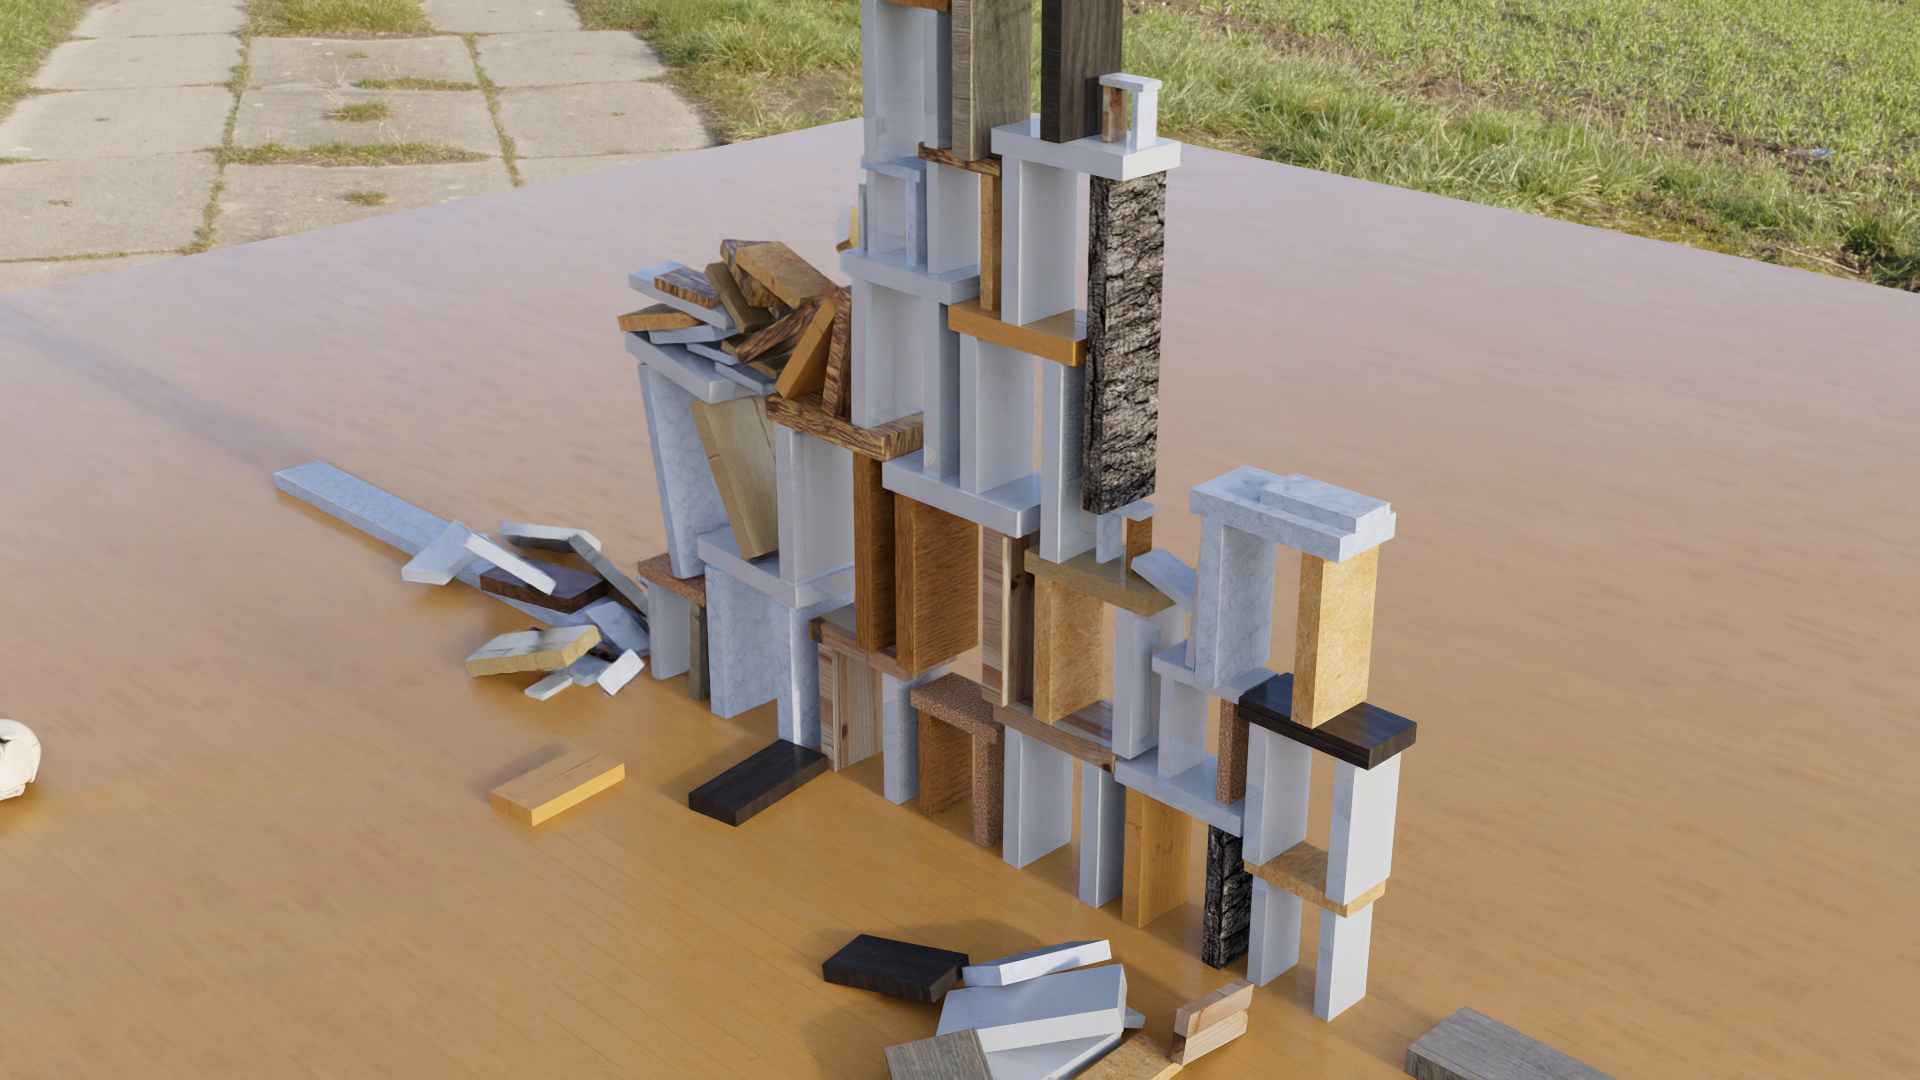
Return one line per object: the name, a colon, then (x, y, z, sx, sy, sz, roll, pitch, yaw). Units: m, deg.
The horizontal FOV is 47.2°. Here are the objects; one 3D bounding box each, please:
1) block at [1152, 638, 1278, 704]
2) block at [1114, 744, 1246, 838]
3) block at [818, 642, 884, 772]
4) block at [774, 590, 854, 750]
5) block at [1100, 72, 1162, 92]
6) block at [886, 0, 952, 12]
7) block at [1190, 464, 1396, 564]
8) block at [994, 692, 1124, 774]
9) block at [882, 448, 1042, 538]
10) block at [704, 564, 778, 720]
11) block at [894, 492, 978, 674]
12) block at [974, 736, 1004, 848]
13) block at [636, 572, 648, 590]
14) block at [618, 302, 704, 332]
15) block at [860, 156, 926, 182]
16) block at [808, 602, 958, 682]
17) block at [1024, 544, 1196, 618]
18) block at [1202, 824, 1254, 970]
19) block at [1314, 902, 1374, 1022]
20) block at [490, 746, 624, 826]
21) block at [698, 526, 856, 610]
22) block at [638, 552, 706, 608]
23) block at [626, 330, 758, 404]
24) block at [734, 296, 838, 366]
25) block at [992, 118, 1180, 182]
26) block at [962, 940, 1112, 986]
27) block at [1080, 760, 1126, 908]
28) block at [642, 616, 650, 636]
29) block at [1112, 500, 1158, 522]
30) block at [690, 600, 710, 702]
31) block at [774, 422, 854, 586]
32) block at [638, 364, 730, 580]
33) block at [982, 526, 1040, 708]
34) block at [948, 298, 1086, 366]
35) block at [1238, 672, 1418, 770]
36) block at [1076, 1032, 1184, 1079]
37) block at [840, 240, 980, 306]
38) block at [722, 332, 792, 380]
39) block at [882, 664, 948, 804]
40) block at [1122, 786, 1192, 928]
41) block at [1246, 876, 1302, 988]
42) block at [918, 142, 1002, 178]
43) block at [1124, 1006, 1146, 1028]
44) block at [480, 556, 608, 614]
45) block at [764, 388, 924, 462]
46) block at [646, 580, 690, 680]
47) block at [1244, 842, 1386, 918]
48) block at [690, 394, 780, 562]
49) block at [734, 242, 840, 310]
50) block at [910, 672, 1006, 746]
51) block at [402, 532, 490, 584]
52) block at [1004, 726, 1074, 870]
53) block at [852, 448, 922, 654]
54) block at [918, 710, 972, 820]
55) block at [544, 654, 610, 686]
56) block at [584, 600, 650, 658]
block: (0.444, 0.230, 3.835, 0.200, 0.028, 0.100, 21, 30, 40)
block: (0.433, 0.438, 3.943, 0.286, 0.041, 0.143, 21, 31, 41)
block: (-0.226, 0.329, 4.616, 0.041, 0.289, 0.144, 21, 31, 41)
block: (-0.306, 0.268, 4.676, 0.177, 0.354, 0.050, -21, 31, -41)
block: (0.280, -0.750, 3.605, 0.095, 0.013, 0.047, 21, 31, 40)
block: (-0.065, -0.972, 3.882, 0.121, 0.034, 0.242, -21, 31, -40)
block: (0.544, -0.046, 3.613, 0.304, 0.043, 0.152, 21, 31, 40)
block: (0.223, 0.343, 4.131, 0.300, 0.042, 0.150, 21, 31, 40)
block: (0.040, -0.100, 4.143, 0.178, 0.050, 0.356, -21, 31, -40)
block: (-0.469, 0.201, 4.835, 0.050, 0.354, 0.177, 22, 31, 40)
block: (-0.044, 0.060, 4.302, 0.050, 0.369, 0.178, 21, 31, 40)
block: (0.083, 0.477, 4.335, 0.034, 0.237, 0.118, 21, 31, 41)
block: (-0.689, 0.145, 5.203, 0.025, 0.175, 0.087, -47, 36, -12)
block: (-0.615, -0.480, 4.696, 0.118, 0.034, 0.237, -24, 18, -38)
block: (-0.100, -0.688, 4.042, 0.079, 0.022, 0.158, -21, 31, -40)
block: (-0.159, 0.204, 4.488, 0.289, 0.041, 0.144, 21, 31, 40)
block: (0.272, 0.056, 3.955, 0.291, 0.041, 0.145, 21, 31, 40)
block: (0.501, 0.615, 3.944, 0.041, 0.286, 0.143, 21, 31, 41)
block: (0.663, 0.713, 3.801, 0.031, 0.219, 0.109, 21, 31, 41)
block: (-0.827, 0.504, 4.527, 0.126, 0.036, 0.252, 17, 28, 35)
block: (-0.385, 0.046, 4.683, 0.177, 0.050, 0.354, -19, 29, -37)
block: (-0.594, 0.082, 4.900, 0.121, 0.034, 0.242, -21, 30, -40)
block: (-0.554, -0.390, 4.716, 0.174, 0.049, 0.347, -16, 33, -34)
block: (-0.323, -0.422, 4.396, 0.131, 0.037, 0.261, -19, -3, -43)
block: (0.210, -0.664, 3.714, 0.295, 0.042, 0.148, 21, 31, 40)
block: (0.135, 0.742, 3.858, 0.237, 0.034, 0.118, -6, -7, -34)
block: (0.293, 0.528, 4.133, 0.042, 0.300, 0.150, 21, 31, 41)
block: (-0.718, 0.224, 5.167, 0.015, 0.052, 0.103, -14, 27, -29)
block: (0.293, -0.060, 3.891, 0.104, 0.015, 0.052, 21, 31, 40)
block: (-0.545, 0.229, 4.908, 0.121, 0.242, 0.034, -21, 35, -40)
block: (-0.292, -0.094, 4.509, 0.172, 0.344, 0.049, -20, 30, -39)
block: (-0.580, -0.165, 4.838, 0.174, 0.475, 0.049, -13, 10, -28)
block: (0.124, 0.120, 4.145, 0.178, 0.356, 0.050, -21, 31, -40)
block: (0.139, -0.380, 3.909, 0.302, 0.043, 0.151, 21, 31, 40)
block: (0.613, 0.301, 3.680, 0.267, 0.038, 0.134, 21, 31, 41)
block: (0.276, 0.887, 3.637, 0.094, 0.027, 0.187, 19, 30, 38)
block: (-0.070, -0.503, 4.093, 0.296, 0.042, 0.148, 22, 31, 40)
block: (-0.408, -0.383, 4.539, 0.159, 0.023, 0.080, 31, 38, 29)
block: (-0.090, 0.382, 4.491, 0.041, 0.289, 0.144, 21, 31, 41)
block: (0.366, 0.563, 4.069, 0.041, 0.286, 0.143, 21, 31, 41)
block: (0.560, 0.672, 3.896, 0.031, 0.219, 0.109, 21, 31, 41)
block: (0.033, -0.683, 3.903, 0.103, 0.029, 0.205, -21, 31, -40)
block: (0.241, 0.801, 3.797, 0.076, 0.021, 0.151, 15, 5, -43)
block: (-1.014, 0.108, 5.354, 0.282, 0.040, 0.141, 13, 26, 28)
block: (-0.209, -0.243, 4.357, 0.172, 0.049, 0.344, -21, 31, -40)
block: (-0.647, 0.190, 5.002, 0.121, 0.242, 0.034, -19, 31, -37)
block: (0.612, 0.578, 3.800, 0.219, 0.031, 0.109, 21, 31, 41)
block: (-0.433, -0.146, 4.653, 0.174, 0.347, 0.049, -20, 1, -39)
block: (-0.345, -0.532, 4.427, 0.109, 0.031, 0.219, -16, 43, -39)
block: (0.028, 0.330, 4.333, 0.237, 0.034, 0.118, 21, 31, 41)
block: (-1.290, 0.042, 5.520, 0.116, 0.033, 0.232, 5, 27, 17)
block: (0.153, 0.473, 4.262, 0.042, 0.300, 0.150, 22, 31, 40)
block: (-0.129, 0.004, 4.372, 0.172, 0.418, 0.049, -21, 31, -41)
block: (-0.028, 0.433, 4.437, 0.034, 0.237, 0.118, 21, 31, 41)
block: (-0.890, 0.287, 5.052, 0.175, 0.025, 0.087, 17, 28, 34)
block: (-0.796, 0.214, 5.152, 0.087, 0.025, 0.175, -20, 49, -40)
